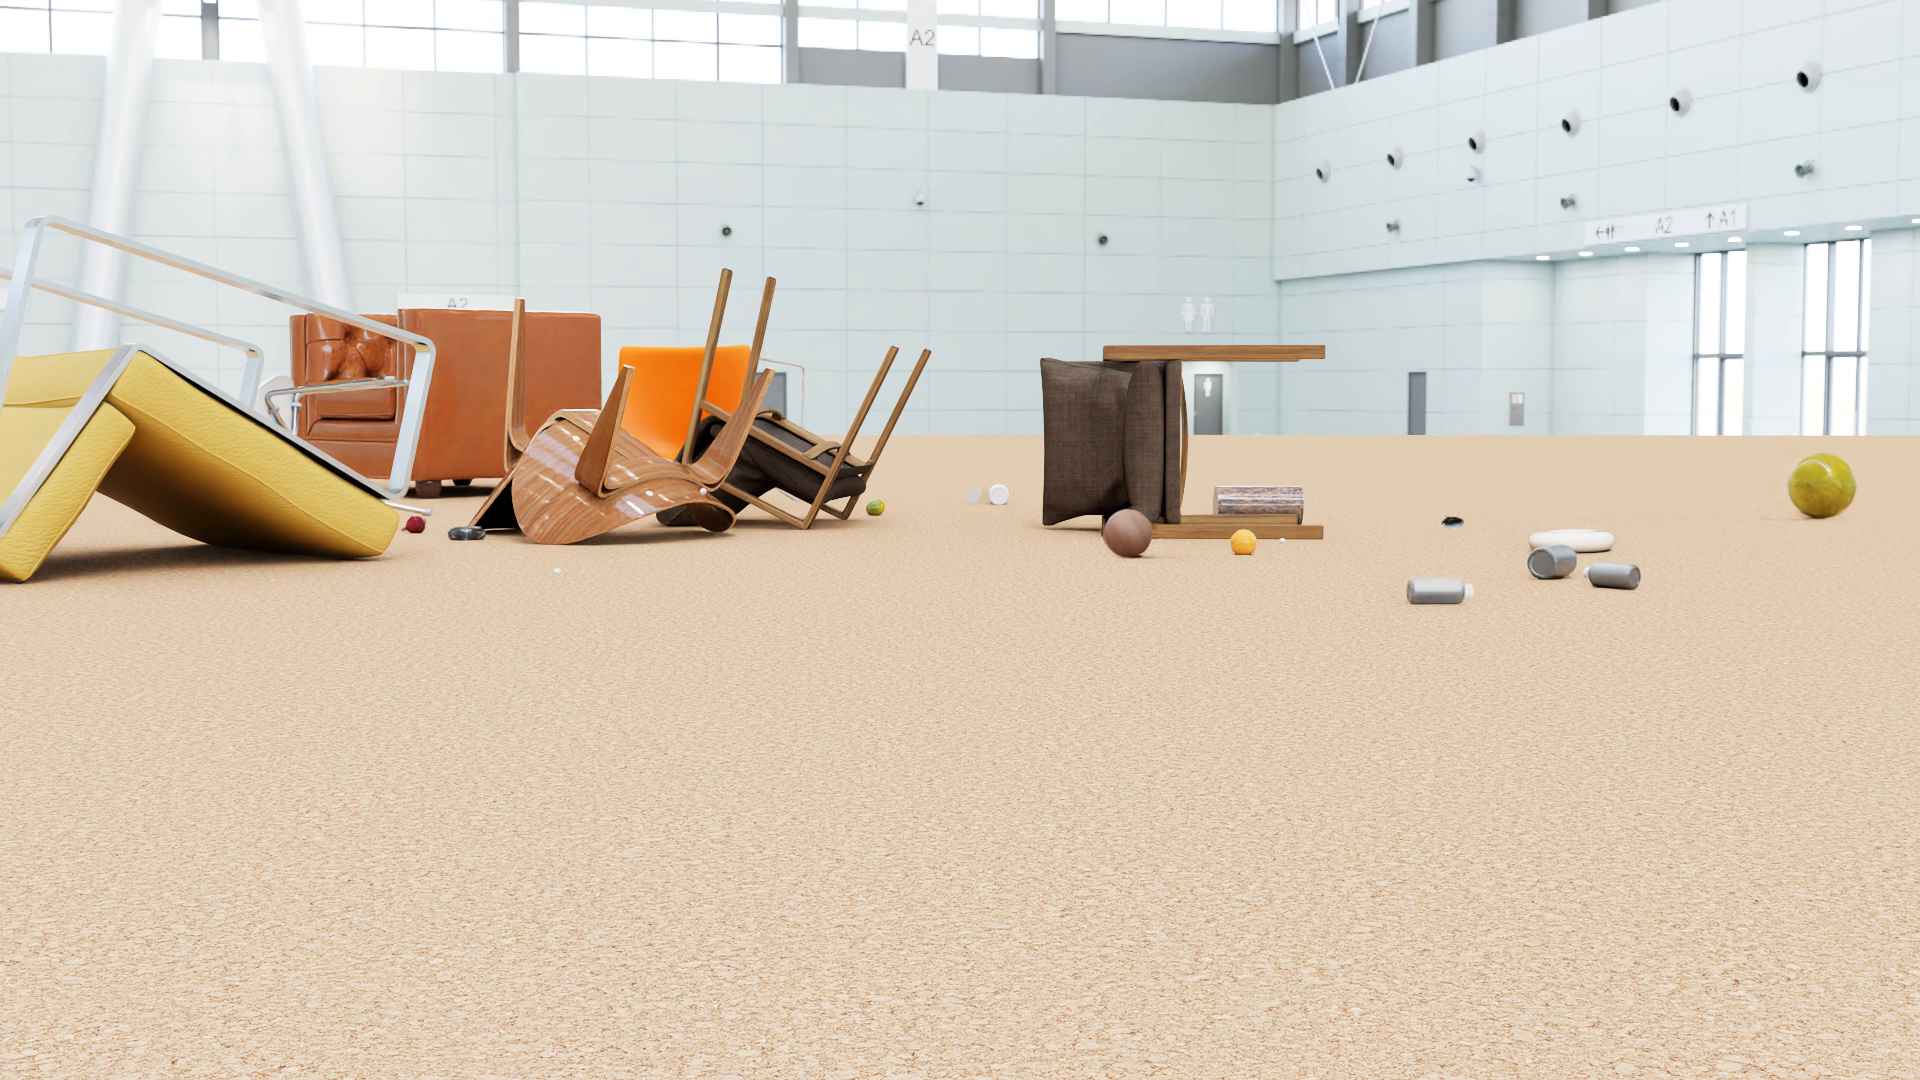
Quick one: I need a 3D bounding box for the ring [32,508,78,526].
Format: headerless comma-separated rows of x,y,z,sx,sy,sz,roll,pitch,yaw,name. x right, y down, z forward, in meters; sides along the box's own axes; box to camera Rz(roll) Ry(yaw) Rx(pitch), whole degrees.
-2.958,-0.073,7.190,0.133,0.050,0.150,6,-2,10,ring

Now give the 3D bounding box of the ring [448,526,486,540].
-1.472,-0.020,6.562,0.110,0.038,0.113,3,6,45,ring

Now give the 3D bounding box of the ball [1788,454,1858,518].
2.991,-0.187,7.630,0.225,0.225,0.225,0,4,0,ball

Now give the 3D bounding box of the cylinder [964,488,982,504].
0.055,-0.173,8.637,0.065,0.057,0.067,-23,1,8,cylinder

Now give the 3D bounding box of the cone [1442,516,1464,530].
1.578,-0.047,7.089,0.073,0.040,0.091,-1,-9,0,cone

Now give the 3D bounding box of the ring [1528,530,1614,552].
1.700,0.002,6.113,0.211,0.056,0.298,3,4,43,ring
